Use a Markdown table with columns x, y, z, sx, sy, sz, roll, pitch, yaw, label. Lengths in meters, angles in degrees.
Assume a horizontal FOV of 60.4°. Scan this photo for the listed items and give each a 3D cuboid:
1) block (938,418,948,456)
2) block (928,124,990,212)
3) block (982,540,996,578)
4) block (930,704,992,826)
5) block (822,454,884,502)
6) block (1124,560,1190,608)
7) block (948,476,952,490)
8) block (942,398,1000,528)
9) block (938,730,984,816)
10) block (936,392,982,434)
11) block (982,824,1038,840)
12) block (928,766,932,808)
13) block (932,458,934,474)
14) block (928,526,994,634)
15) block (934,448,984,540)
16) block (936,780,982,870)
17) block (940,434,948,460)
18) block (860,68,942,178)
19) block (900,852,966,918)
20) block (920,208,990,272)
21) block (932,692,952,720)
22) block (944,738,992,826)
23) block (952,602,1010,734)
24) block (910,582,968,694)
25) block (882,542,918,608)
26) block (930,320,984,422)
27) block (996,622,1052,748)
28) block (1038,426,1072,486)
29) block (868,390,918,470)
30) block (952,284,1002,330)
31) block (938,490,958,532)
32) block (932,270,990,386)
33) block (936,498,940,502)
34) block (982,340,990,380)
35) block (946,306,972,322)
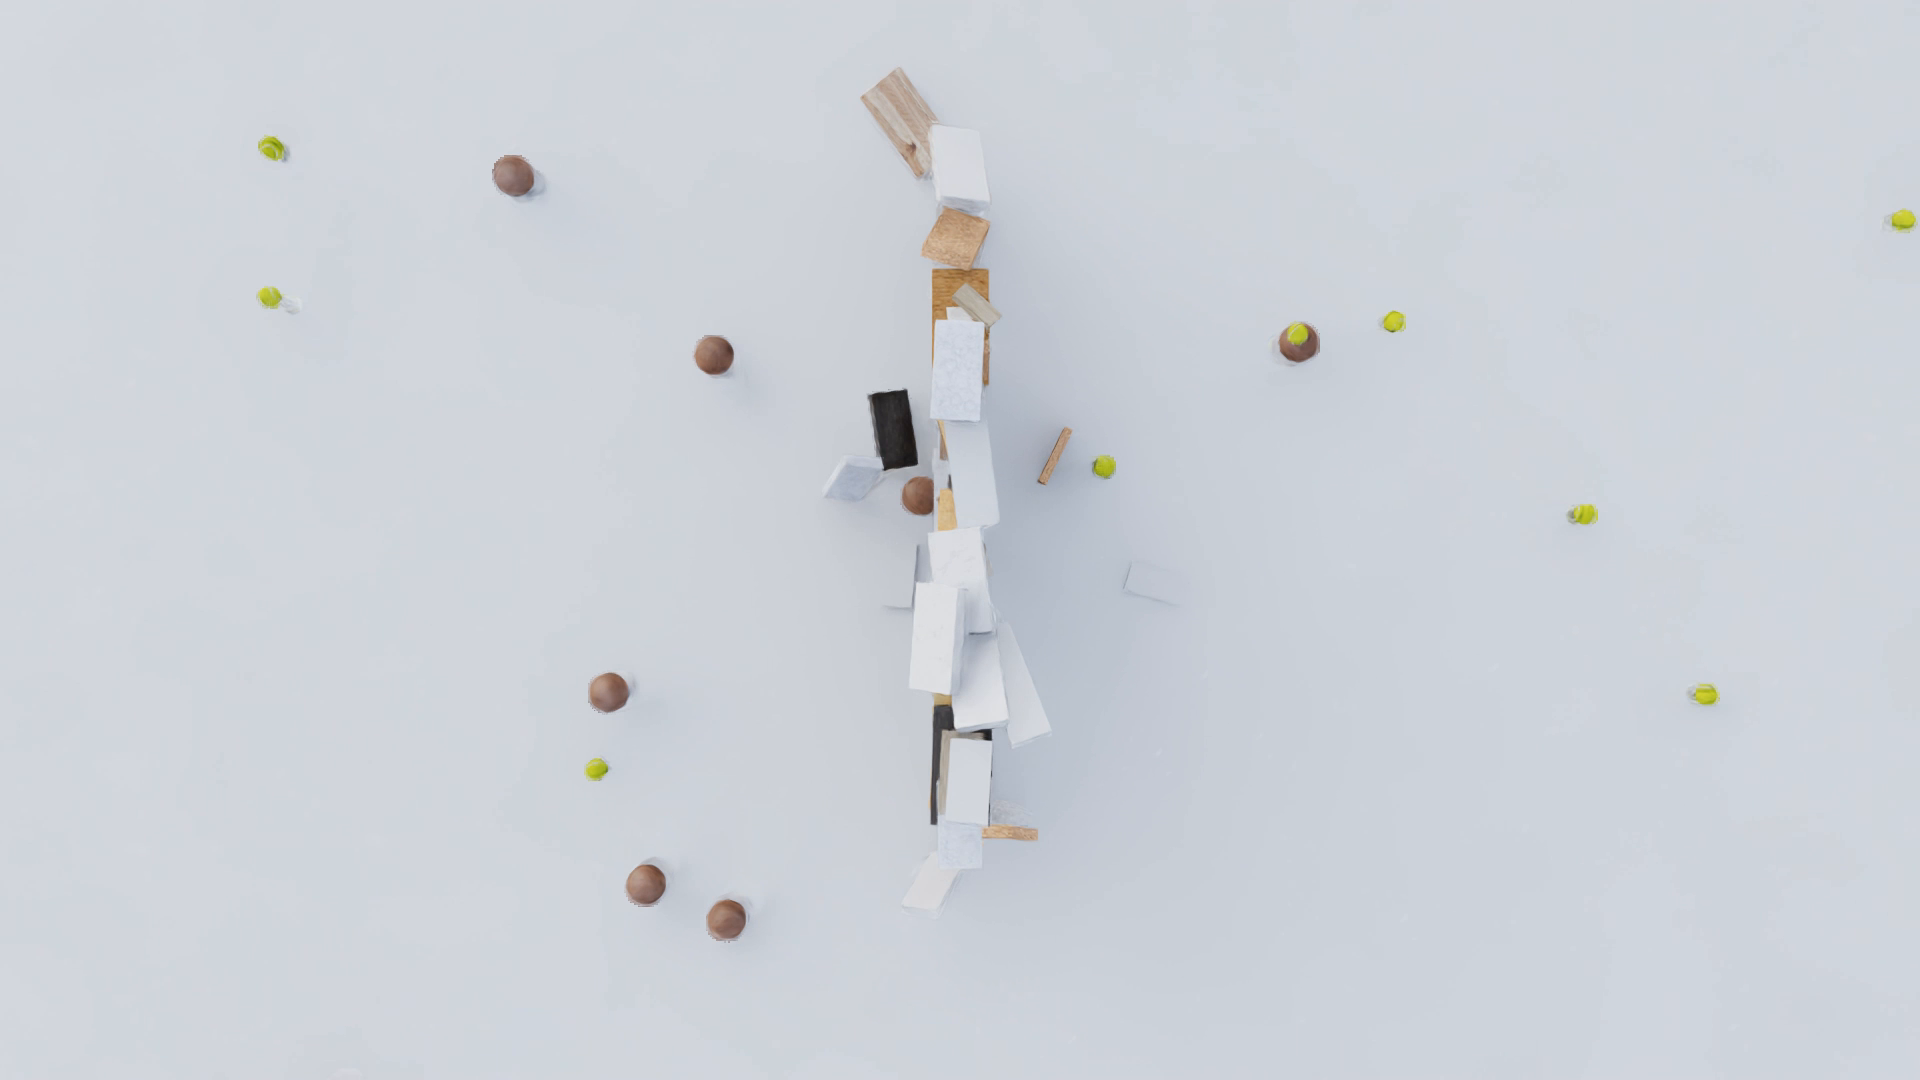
| x | y | z | sx | sy | sz | roll | pitch | yaw | label |
| --- | --- | --- | --- | --- | --- | --- | --- | --- | --- |
| 0.010 | -0.288 | 4.912 | 0.113 | 0.032 | 0.225 | -15 | 88 | -4 | block |
| -0.005 | -1.193 | 5.280 | 0.159 | 0.045 | 0.319 | 4 | 56 | -16 | block |
| 0.041 | 0.077 | 5.099 | 0.108 | 0.333 | 0.031 | -22 | 74 | 0 | block |
| 0.004 | 0.664 | 4.863 | 0.176 | 0.050 | 0.351 | 2 | 90 | 0 | block |
| -0.350 | -0.198 | 5.364 | 0.126 | 0.253 | 0.036 | 6 | 64 | -20 | block |
| 0.655 | 0.146 | 5.486 | 0.199 | 0.028 | 0.099 | 17 | 90 | 0 | block |
| 0.017 | -0.147 | 5.033 | 0.113 | 0.225 | 0.032 | 8 | 77 | 0 | block |
| 0.031 | -0.224 | 4.877 | 0.126 | 0.036 | 0.372 | -7 | 88 | -4 | block |
| 0.001 | 0.677 | 4.789 | 0.121 | 0.034 | 0.242 | 3 | 75 | 0 | block |
| -0.005 | -0.407 | 5.037 | 0.143 | 0.451 | 0.040 | -3 | 78 | 0 | block |
| 0.113 | 0.950 | 5.367 | 0.254 | 0.127 | 0.036 | -6 | 73 | 41 | block |
| -0.004 | 0.736 | 5.065 | 0.176 | 0.351 | 0.050 | 3 | 103 | -1 | block |
| -0.011 | -0.239 | 5.345 | 0.155 | 0.310 | 0.044 | -3 | 90 | 0 | block |
| 0.001 | 0.124 | 4.867 | 0.155 | 0.044 | 0.310 | -7 | 85 | 6 | block |
| -0.005 | -0.132 | 5.168 | 0.155 | 0.044 | 0.310 | -1 | 90 | 0 | block |
| -0.002 | 0.831 | 4.821 | 0.127 | 0.036 | 0.254 | -1 | 91 | 0 | block |
| -0.004 | -0.313 | 5.040 | 0.112 | 0.225 | 0.032 | 4 | 62 | 0 | block |
| -0.168 | -1.369 | 5.411 | 0.159 | 0.045 | 0.319 | -31 | 104 | 27 | block |
| -0.082 | 1.122 | 5.368 | 0.127 | 0.254 | 0.036 | 3 | 123 | 25 | block |
| -0.010 | -0.966 | 5.277 | 0.159 | 0.473 | 0.045 | 17 | 116 | 0 | block |
| 0.006 | 0.493 | 5.063 | 0.175 | 0.351 | 0.050 | 1 | 106 | 0 | block |
| 0.025 | 0.694 | 4.732 | 0.121 | 0.034 | 0.242 | 5 | 68 | -2 | block |
| 0.044 | 0.374 | 4.850 | 0.155 | 0.044 | 0.375 | -10 | 62 | 5 | block |
| -0.064 | 0.286 | 4.809 | 0.155 | 0.044 | 0.310 | 6 | 92 | 39 | block |
| -0.202 | 0.116 | 5.486 | 0.099 | 0.028 | 0.209 | 6 | 90 | 0 | block |
| -0.007 | -0.492 | 4.788 | 0.143 | 0.040 | 0.285 | 3 | 94 | -1 | block |
| 0.149 | 0.423 | 4.865 | 0.121 | 0.034 | 0.374 | -17 | 63 | -8 | block |
| 0.315 | -0.277 | 5.450 | 0.028 | 0.099 | 0.199 | 26 | 90 | 0 | block |
| -0.220 | -0.363 | 5.441 | 0.126 | 0.036 | 0.253 | -10 | 93 | -21 | block |
| 0.051 | -0.716 | 5.061 | 0.150 | 0.021 | 0.075 | 41 | 50 | 0 | block |
| -0.012 | -0.041 | 4.917 | 0.108 | 0.031 | 0.216 | 3 | 91 | 5 | block |
| 0.001 | -0.658 | 5.119 | 0.177 | 0.050 | 0.354 | 0 | 90 | 0 | block |
| -0.009 | -0.081 | 5.041 | 0.108 | 0.216 | 0.031 | -9 | 68 | 0 | block |
| 0.015 | -0.533 | 4.950 | 0.143 | 0.285 | 0.040 | -4 | 80 | 0 | block |
| 0.001 | -0.654 | 5.040 | 0.075 | 0.021 | 0.150 | -4 | 53 | 0 | block |
